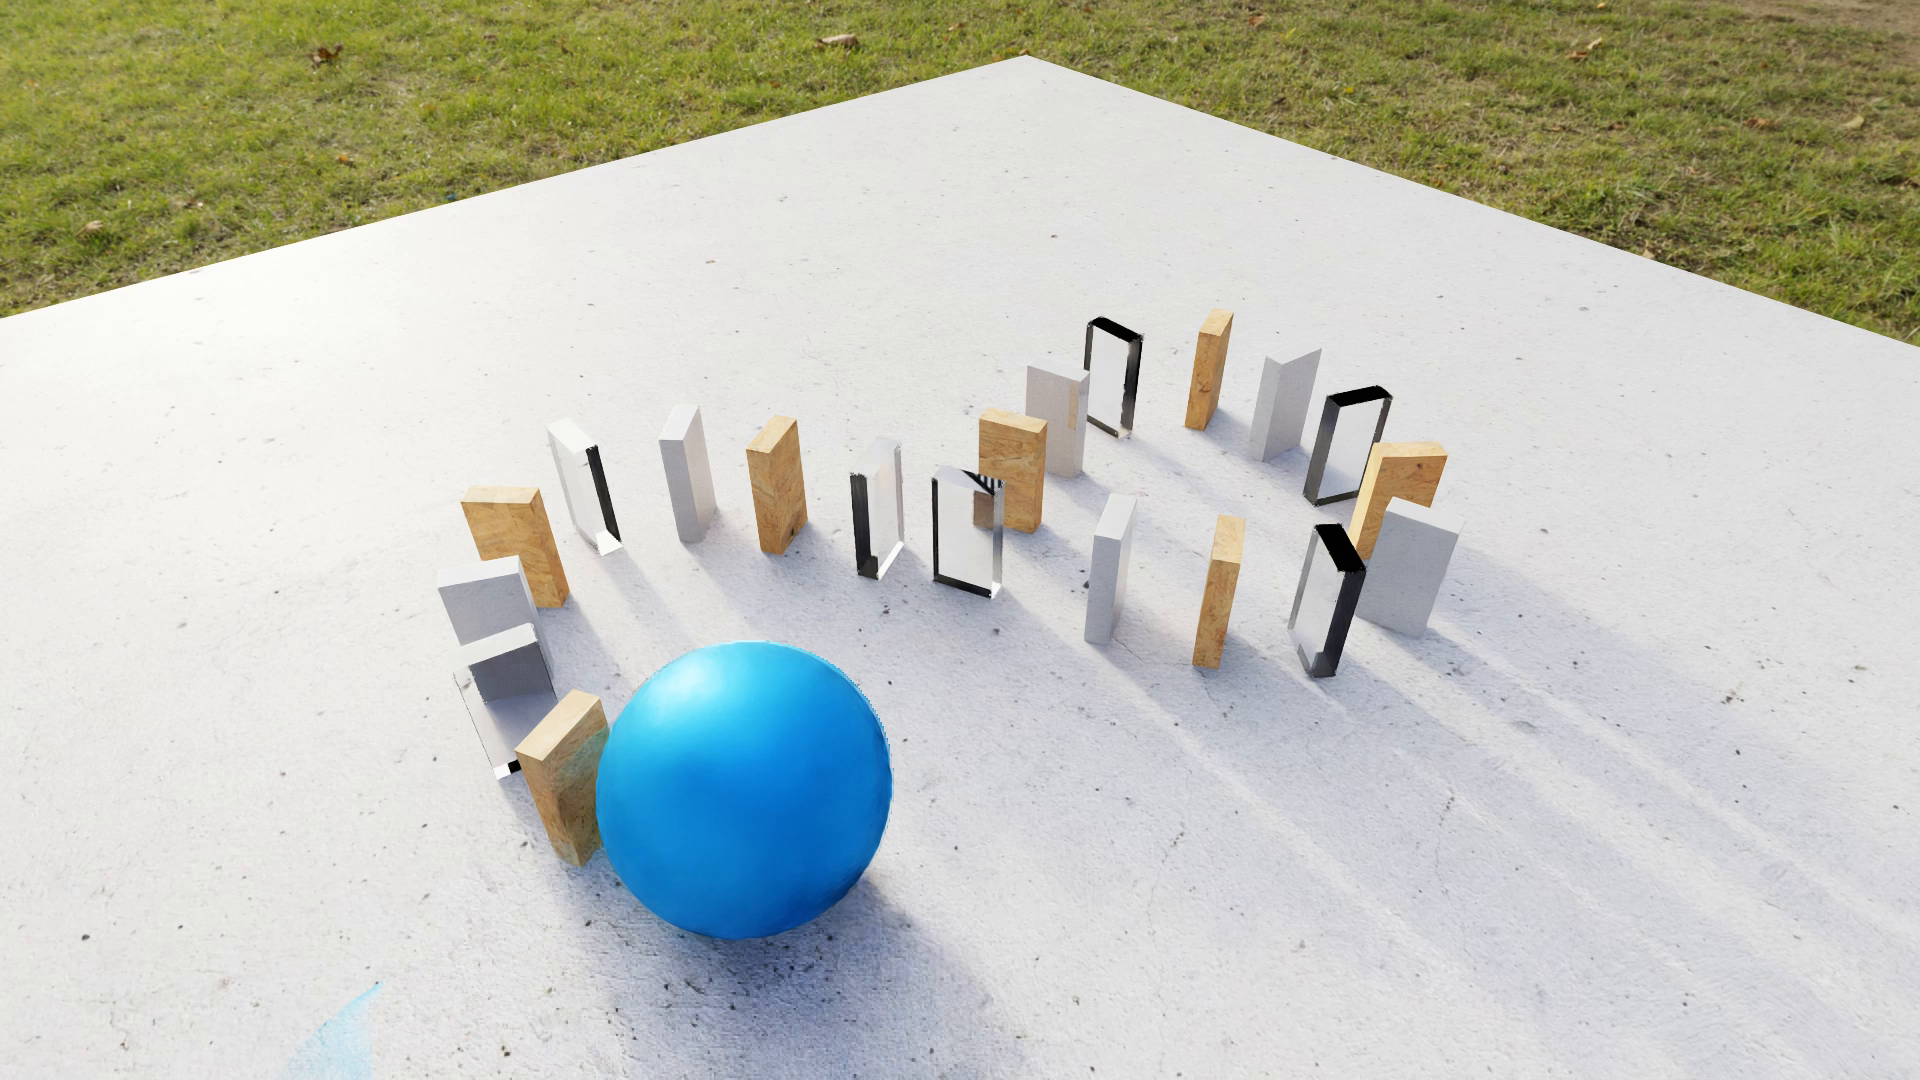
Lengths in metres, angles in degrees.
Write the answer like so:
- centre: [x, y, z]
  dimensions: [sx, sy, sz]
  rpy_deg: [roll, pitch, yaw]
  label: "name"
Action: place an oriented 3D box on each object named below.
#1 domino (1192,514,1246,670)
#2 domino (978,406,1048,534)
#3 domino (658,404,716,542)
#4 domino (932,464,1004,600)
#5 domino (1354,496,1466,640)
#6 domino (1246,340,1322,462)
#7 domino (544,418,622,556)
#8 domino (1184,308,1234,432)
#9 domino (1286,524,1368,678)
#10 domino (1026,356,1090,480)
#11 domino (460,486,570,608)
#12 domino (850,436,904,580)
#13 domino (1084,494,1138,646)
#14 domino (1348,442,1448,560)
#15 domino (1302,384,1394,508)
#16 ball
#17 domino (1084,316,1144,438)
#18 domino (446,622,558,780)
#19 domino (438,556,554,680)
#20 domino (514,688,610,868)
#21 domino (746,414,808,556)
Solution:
- centre: [0.091, 0.019, 0.389]
  dimensions: [0.009, 0.050, 0.025]
  rpy_deg: [10, 40, 12]
  label: "domino"
- centre: [0.021, -0.028, 0.445]
  dimensions: [0.025, 0.050, 0.010]
  rpy_deg: [16, 42, 19]
  label: "domino"
- centre: [-0.109, -0.027, 0.444]
  dimensions: [0.009, 0.050, 0.025]
  rpy_deg: [2, 39, 3]
  label: "domino"
- centre: [0.003, -0.003, 0.415]
  dimensions: [0.025, 0.050, 0.009]
  rpy_deg: [17, 42, 19]
  label: "domino"
- centre: [0.162, 0.011, 0.398]
  dimensions: [0.025, 0.050, 0.010]
  rpy_deg: [22, 44, 25]
  label: "domino"
- centre: [0.143, -0.061, 0.486]
  dimensions: [0.025, 0.050, 0.010]
  rpy_deg: [-24, 45, -26]
  label: "domino"
- centre: [-0.149, -0.021, 0.437]
  dimensions: [0.010, 0.050, 0.025]
  rpy_deg: [-29, 47, -31]
  label: "domino"
- centre: [0.115, -0.078, 0.507]
  dimensions: [0.010, 0.050, 0.025]
  rpy_deg: [16, 42, 19]
  label: "domino"
- centre: [0.128, 0.022, 0.385]
  dimensions: [0.010, 0.050, 0.025]
  rpy_deg: [-3, 39, -4]
  label: "domino"
- centre: [0.041, -0.052, 0.475]
  dimensions: [0.025, 0.050, 0.010]
  rpy_deg: [22, 44, 25]
  label: "domino"
- centre: [-0.164, 0.003, 0.408]
  dimensions: [0.025, 0.050, 0.009]
  rpy_deg: [2, 39, 2]
  label: "domino"
- centre: [-0.032, -0.012, 0.426]
  dimensions: [0.009, 0.050, 0.025]
  rpy_deg: [14, 41, 16]
  label: "domino"
- centre: [0.054, 0.011, 0.398]
  dimensions: [0.010, 0.050, 0.025]
  rpy_deg: [13, 41, 15]
  label: "domino"
- centre: [0.170, -0.015, 0.430]
  dimensions: [0.025, 0.050, 0.010]
  rpy_deg: [-2, 39, -3]
  label: "domino"
- centre: [0.161, -0.039, 0.459]
  dimensions: [0.025, 0.050, 0.009]
  rpy_deg: [-13, 41, -15]
  label: "domino"
- centre: [-0.059, 0.068, 0.304]
  dimensions: [0.080, 0.080, 0.080]
  rpy_deg: [0, 39, 0]
  label: "ball"
- centre: [0.069, -0.074, 0.502]
  dimensions: [0.010, 0.050, 0.025]
  rpy_deg: [-29, 47, -30]
  label: "domino"
- centre: [-0.142, 0.052, 0.349]
  dimensions: [0.025, 0.050, 0.009]
  rpy_deg: [-21, 44, -24]
  label: "domino"
- centre: [-0.157, 0.030, 0.375]
  dimensions: [0.025, 0.050, 0.010]
  rpy_deg: [-11, 41, -13]
  label: "domino"
- centre: [-0.113, 0.071, 0.325]
  dimensions: [0.009, 0.050, 0.025]
  rpy_deg: [15, 42, 18]
  label: "domino"
- centre: [-0.072, -0.022, 0.438]
  dimensions: [0.009, 0.050, 0.025]
  rpy_deg: [12, 41, 14]
  label: "domino"
